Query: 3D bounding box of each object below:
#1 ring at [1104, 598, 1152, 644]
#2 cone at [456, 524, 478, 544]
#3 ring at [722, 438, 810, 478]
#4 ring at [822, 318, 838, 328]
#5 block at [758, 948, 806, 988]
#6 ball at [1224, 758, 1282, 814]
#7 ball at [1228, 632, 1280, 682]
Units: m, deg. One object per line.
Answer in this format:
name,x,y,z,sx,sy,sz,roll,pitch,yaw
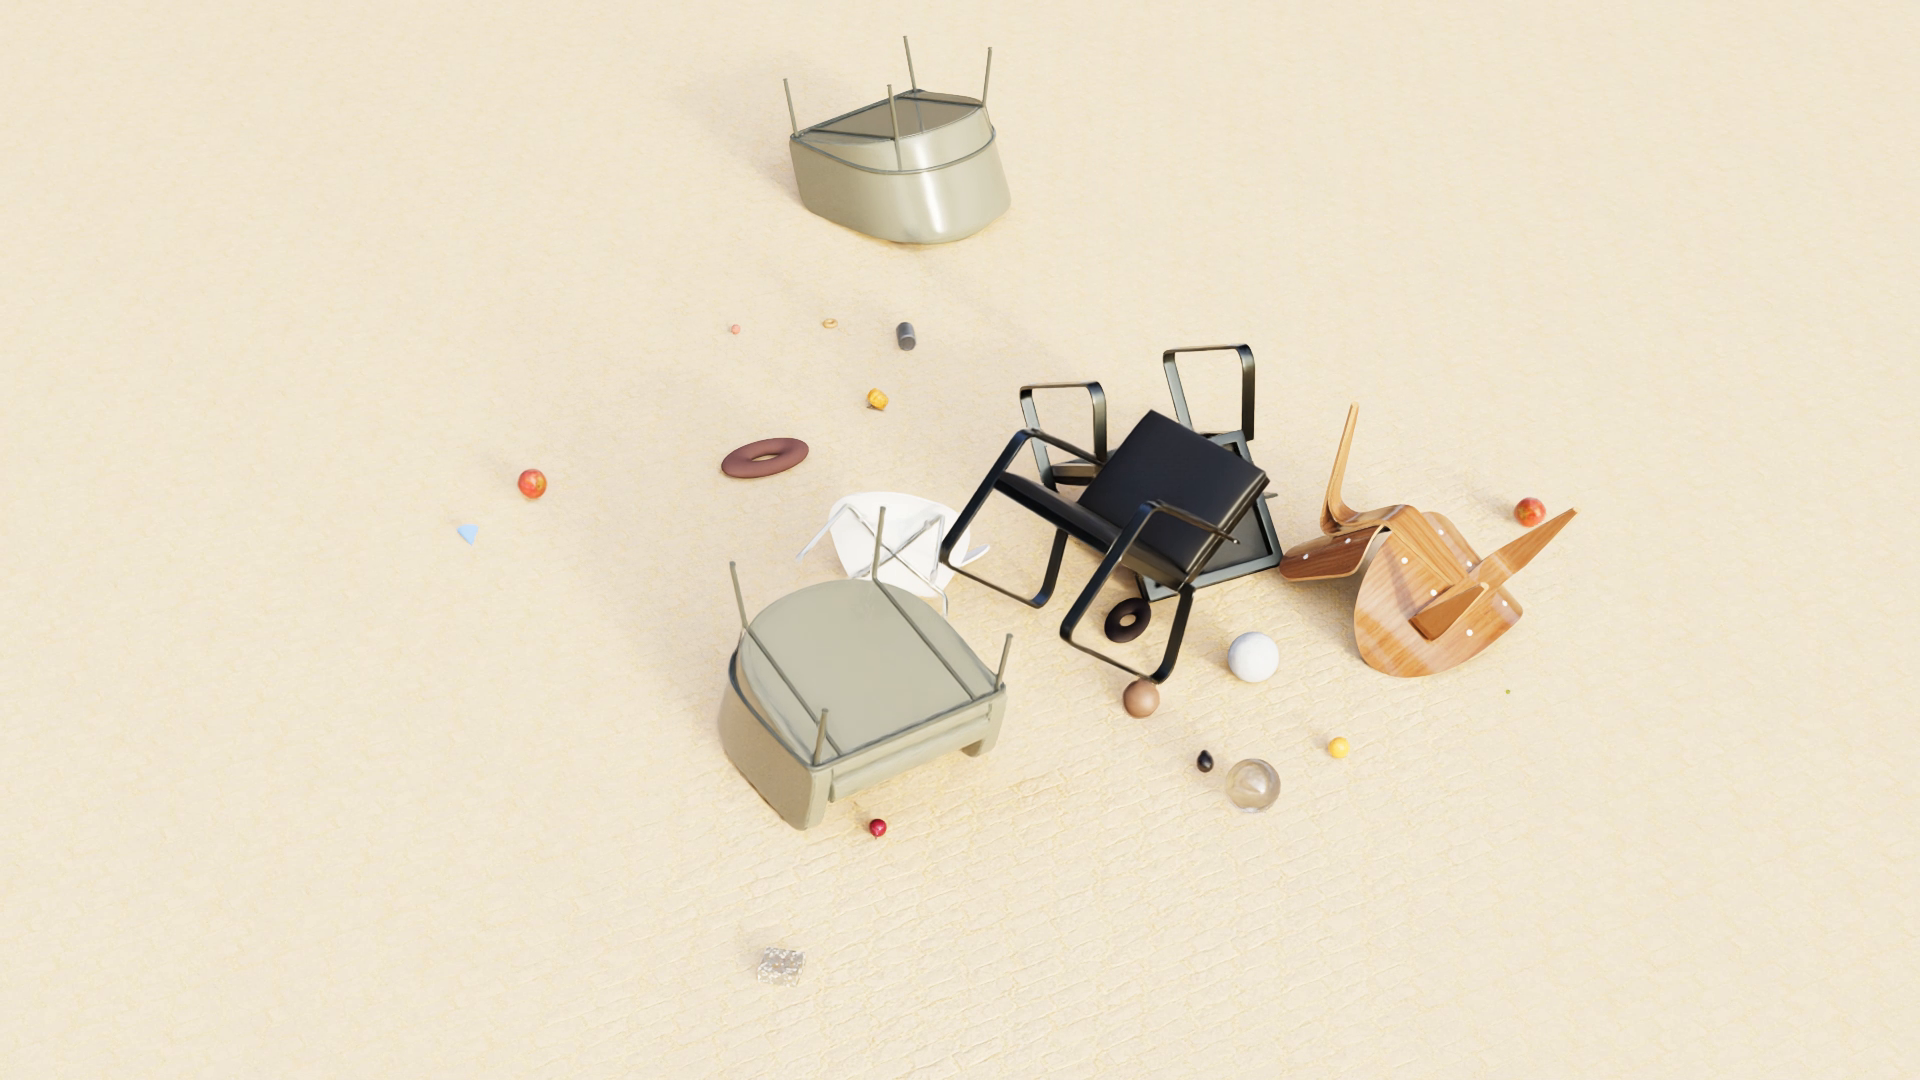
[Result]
ring,0.600,0.286,10.474,0.152,0.040,0.285,13,35,17
cone,-1.828,-0.009,10.937,0.085,0.049,0.086,-5,49,-19
ring,-0.755,-0.319,11.376,0.370,0.059,0.217,-18,37,-26
ring,-0.544,-0.909,12.306,0.061,0.021,0.068,29,42,35
block,-0.542,1.301,8.926,0.119,0.049,0.109,7,34,10
ball,0.955,0.802,9.561,0.184,0.184,0.184,0,33,0
ball,1.018,0.406,10.166,0.179,0.179,0.179,0,33,0
